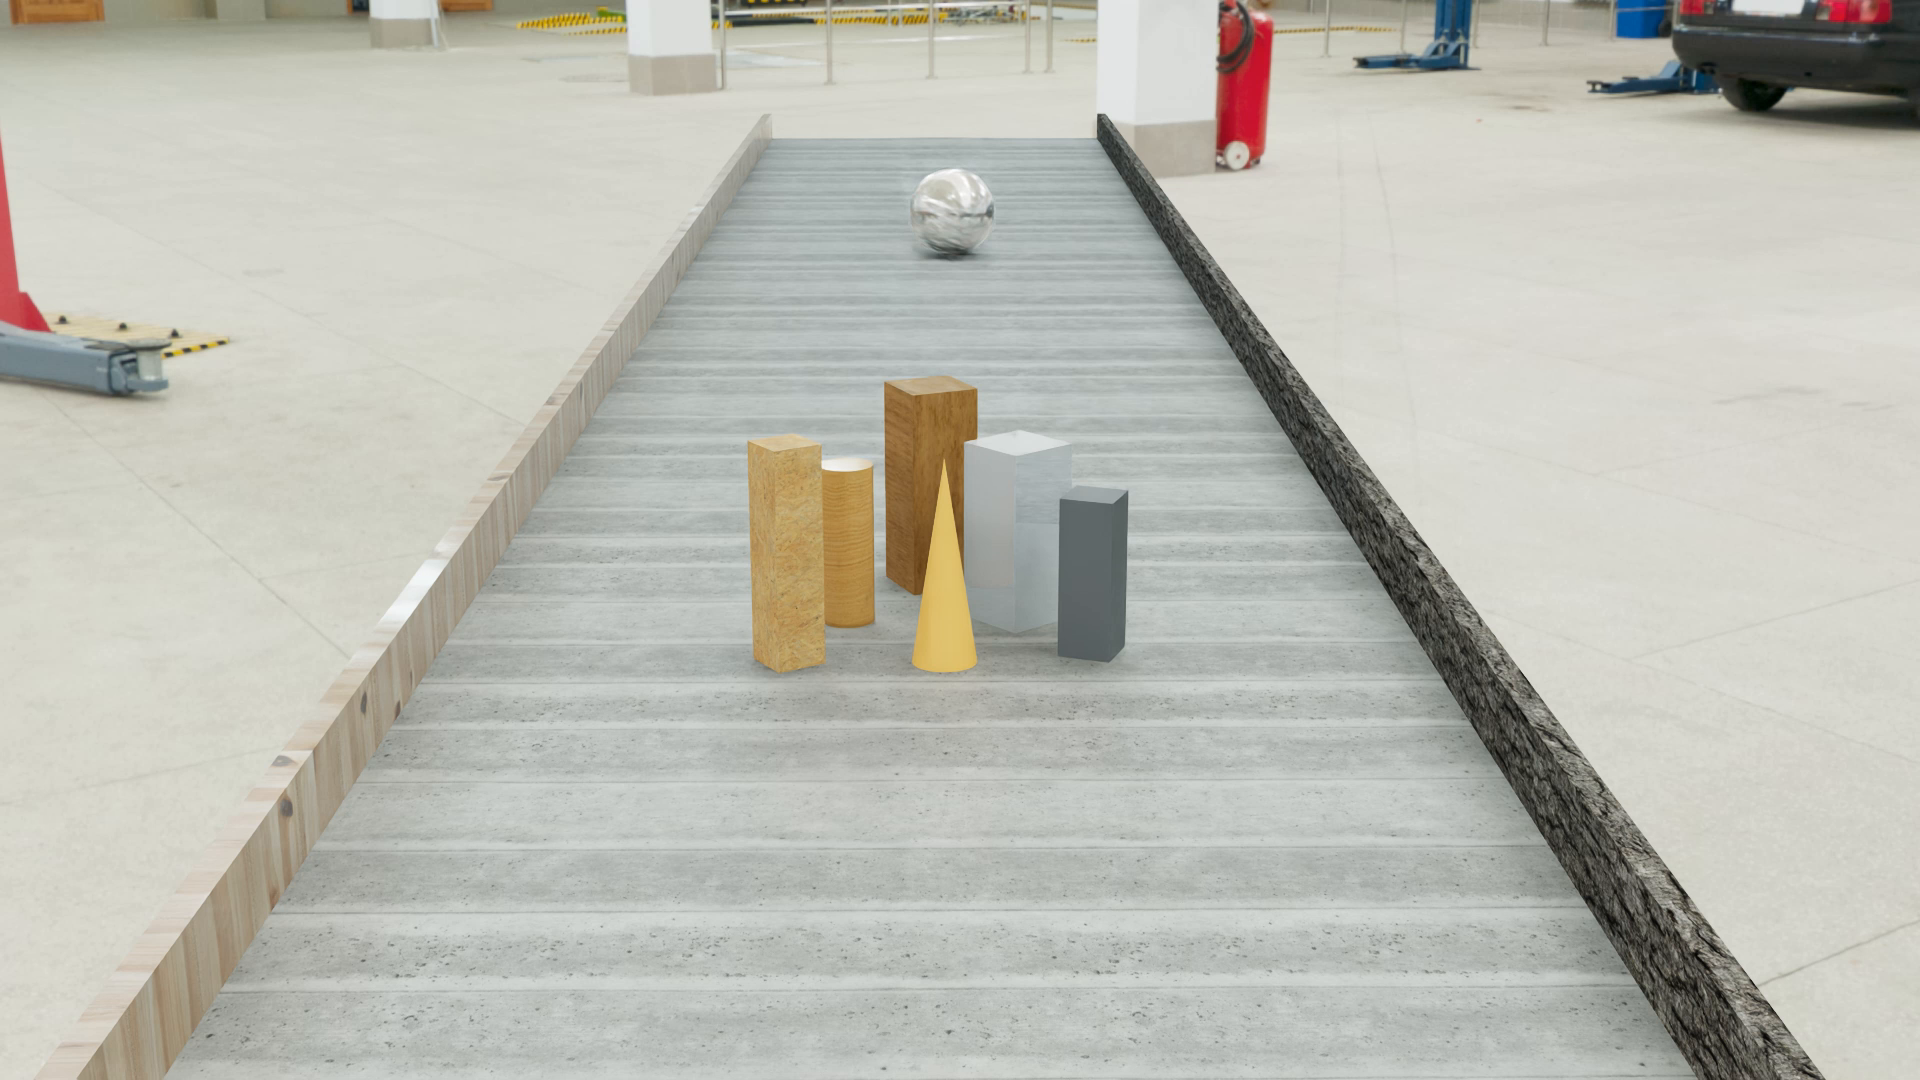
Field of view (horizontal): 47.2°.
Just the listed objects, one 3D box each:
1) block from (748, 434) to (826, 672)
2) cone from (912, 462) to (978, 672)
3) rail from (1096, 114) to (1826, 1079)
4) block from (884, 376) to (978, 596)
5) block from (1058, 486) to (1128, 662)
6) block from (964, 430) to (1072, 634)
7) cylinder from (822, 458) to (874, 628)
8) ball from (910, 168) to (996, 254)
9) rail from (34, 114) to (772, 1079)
[{"bbox_3d":[-0.342,0.026,4.348,0.105,0.451,0.105,-11,20,-33],"label":"block"},{"bbox_3d":[-0.031,0.041,4.350,0.132,0.420,0.132,0,17,0],"label":"cone"},{"bbox_3d":[0.932,-0.844,7.801,0.050,0.150,12.000,0,17,-1],"label":"rail"},{"bbox_3d":[-0.064,-0.123,4.853,0.153,0.448,0.153,-8,18,-24],"label":"block"},{"bbox_3d":[0.267,0.067,4.422,0.109,0.330,0.109,6,18,20],"label":"block"},{"bbox_3d":[0.121,-0.020,4.626,0.159,0.380,0.159,-14,22,-40],"label":"block"},{"bbox_3d":[-0.237,0.006,4.611,0.114,0.340,0.114,0,17,0],"label":"cylinder"},{"bbox_3d":[-0.032,-1.380,9.235,0.360,0.360,0.360,0,17,0],"label":"ball"},{"bbox_3d":[-1.118,-0.838,7.780,0.050,0.150,12.000,0,17,-1],"label":"rail"}]
